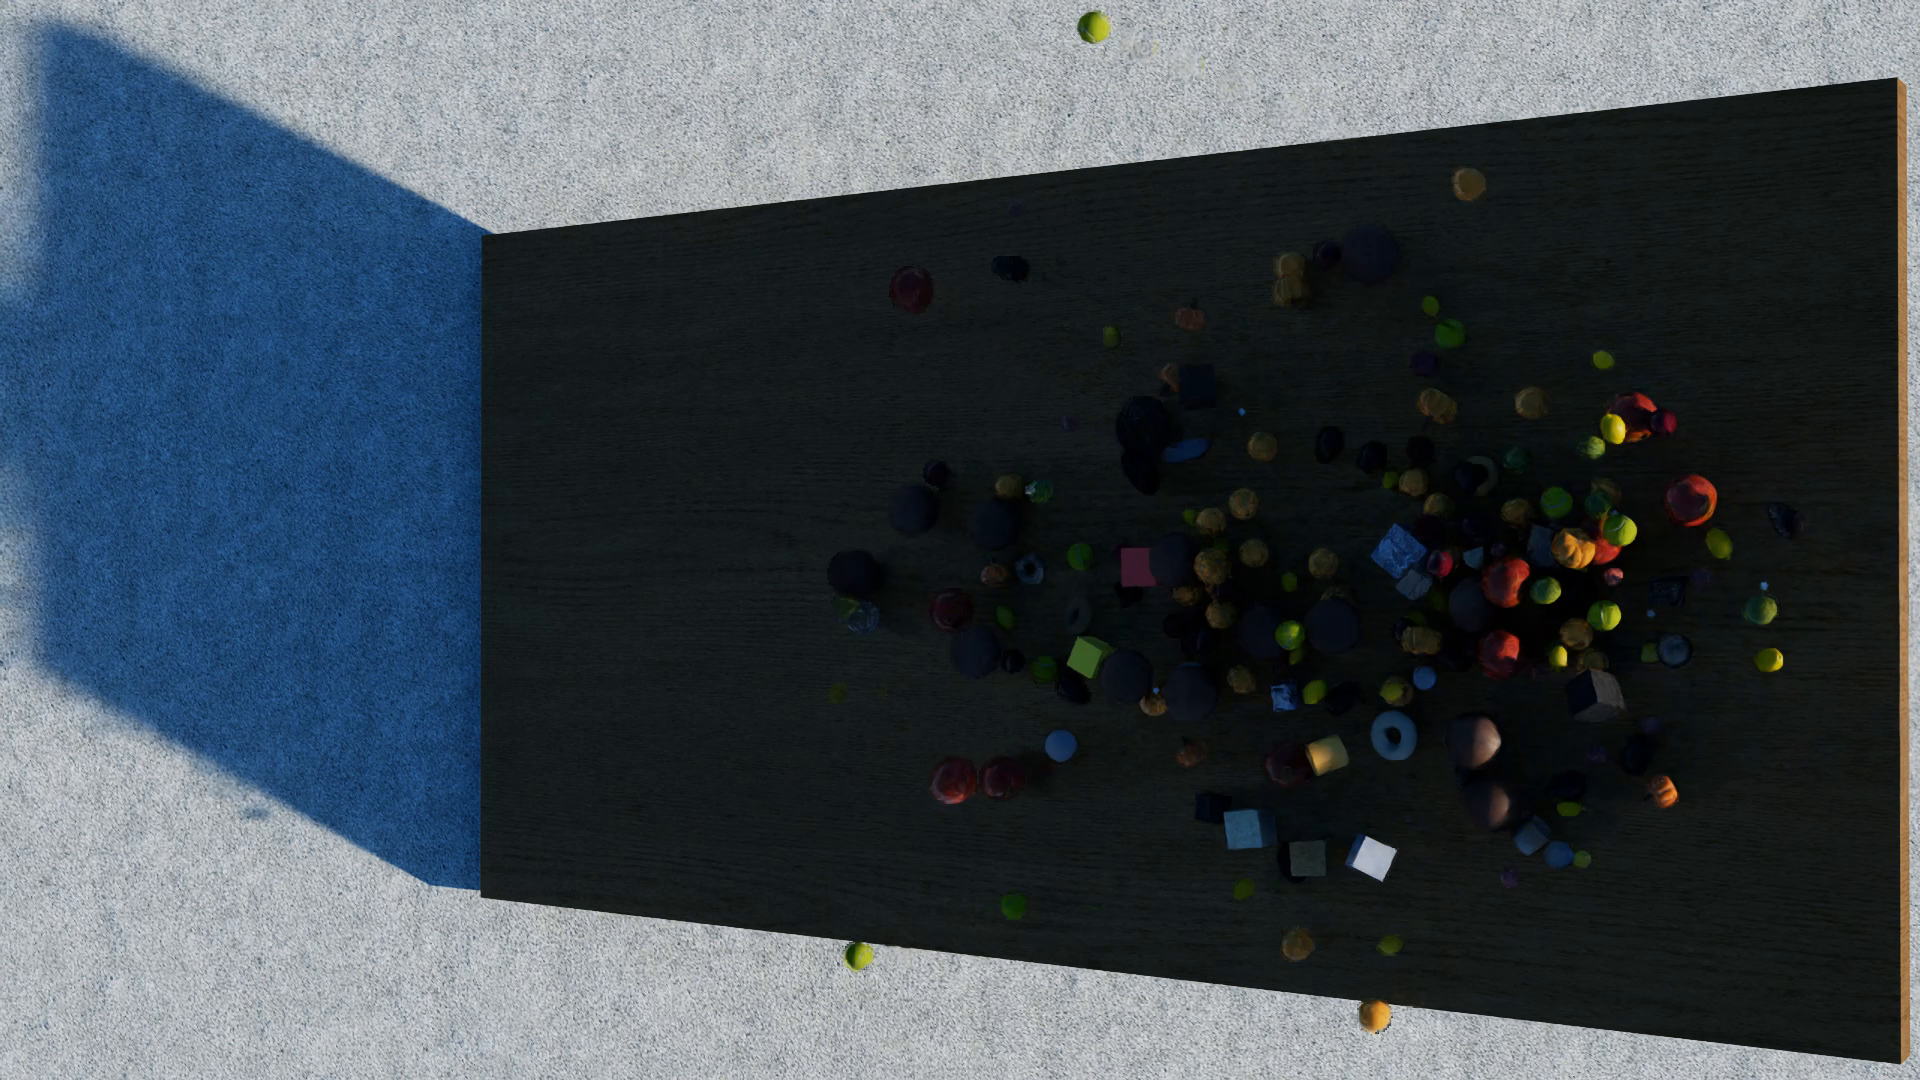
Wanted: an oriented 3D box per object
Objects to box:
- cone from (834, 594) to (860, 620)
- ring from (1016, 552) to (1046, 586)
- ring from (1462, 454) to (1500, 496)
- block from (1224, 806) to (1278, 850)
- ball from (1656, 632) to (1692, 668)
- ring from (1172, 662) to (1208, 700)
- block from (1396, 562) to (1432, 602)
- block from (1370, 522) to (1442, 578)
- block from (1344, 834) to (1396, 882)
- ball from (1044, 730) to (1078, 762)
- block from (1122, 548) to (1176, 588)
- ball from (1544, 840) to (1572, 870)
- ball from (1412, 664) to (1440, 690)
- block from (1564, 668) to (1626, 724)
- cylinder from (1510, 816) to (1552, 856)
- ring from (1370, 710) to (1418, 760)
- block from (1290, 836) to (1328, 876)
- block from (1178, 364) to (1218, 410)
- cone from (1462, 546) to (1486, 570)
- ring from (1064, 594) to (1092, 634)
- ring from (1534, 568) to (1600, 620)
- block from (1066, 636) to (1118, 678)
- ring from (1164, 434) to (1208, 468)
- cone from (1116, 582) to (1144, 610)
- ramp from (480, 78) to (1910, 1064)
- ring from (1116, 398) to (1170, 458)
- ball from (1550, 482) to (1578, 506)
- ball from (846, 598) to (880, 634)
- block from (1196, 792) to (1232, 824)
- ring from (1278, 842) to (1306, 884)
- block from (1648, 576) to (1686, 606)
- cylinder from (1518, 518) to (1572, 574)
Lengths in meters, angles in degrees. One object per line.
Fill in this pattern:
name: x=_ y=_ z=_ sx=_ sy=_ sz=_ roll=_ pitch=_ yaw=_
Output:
cone: x=-0.282 y=0.171 z=5.722 sx=0.066 sy=0.066 sz=0.066 roll=-10 pitch=89 yaw=37
ring: x=0.179 y=0.074 z=5.563 sx=0.087 sy=0.029 sz=0.087 roll=0 pitch=90 yaw=32
ring: x=1.165 y=-0.145 z=4.919 sx=0.094 sy=0.031 sz=0.094 roll=-1 pitch=88 yaw=35
block: x=0.686 y=0.680 z=5.191 sx=0.088 sy=0.088 sz=0.088 roll=-10 pitch=84 yaw=33
ball: x=1.513 y=0.233 z=4.659 sx=0.075 sy=0.075 sz=0.075 roll=0 pitch=90 yaw=0
ring: x=0.557 y=0.341 z=5.312 sx=0.094 sy=0.031 sz=0.094 roll=2 pitch=95 yaw=32
block: x=1.011 y=0.094 z=4.897 sx=0.057 sy=0.057 sz=0.057 roll=36 pitch=110 yaw=-1
block: x=1.011 y=0.030 z=4.978 sx=0.098 sy=0.098 sz=0.098 roll=43 pitch=112 yaw=26
block: x=0.905 y=0.701 z=4.853 sx=0.075 sy=0.075 sz=0.075 roll=26 pitch=85 yaw=-1
ball: x=0.252 y=0.512 z=5.481 sx=0.080 sy=0.080 sz=0.080 roll=0 pitch=90 yaw=0
block: x=0.457 y=0.067 z=5.340 sx=0.094 sy=0.094 sz=0.094 roll=-2 pitch=88 yaw=36
ball: x=1.298 y=0.684 z=4.773 sx=0.062 sy=0.062 sz=0.062 roll=0 pitch=90 yaw=0
ball: x=1.050 y=0.310 z=4.959 sx=0.060 sy=0.060 sz=0.060 roll=0 pitch=90 yaw=0
block: x=1.354 y=0.334 z=4.692 sx=0.080 sy=0.080 sz=0.080 roll=14 pitch=54 yaw=-26
cylinder: x=1.256 y=0.649 z=4.832 sx=0.065 sy=0.065 sz=0.065 roll=48 pitch=117 yaw=0
ring: x=0.991 y=0.446 z=5.019 sx=0.117 sy=0.039 sz=0.117 roll=5 pitch=98 yaw=38
block: x=0.803 y=0.726 z=5.057 sx=0.079 sy=0.079 sz=0.079 roll=-3 pitch=91 yaw=14
block: x=0.565 y=-0.363 z=5.229 sx=0.080 sy=0.080 sz=0.080 roll=-7 pitch=74 yaw=3
cone: x=1.143 y=0.028 z=4.842 sx=0.053 sy=0.053 sz=0.053 roll=29 pitch=134 yaw=0
ring: x=0.295 y=0.185 z=5.467 sx=0.033 sy=0.098 sz=0.098 roll=11 pitch=89 yaw=-30
ring: x=1.318 y=0.119 z=4.776 sx=0.136 sy=0.045 sz=0.136 roll=9 pitch=132 yaw=10
block: x=0.326 y=0.290 z=5.436 sx=0.077 sy=0.077 sz=0.077 roll=30 pitch=105 yaw=30
ring: x=0.542 y=-0.214 z=5.271 sx=0.118 sy=0.118 sz=0.039 roll=-30 pitch=116 yaw=0
cone: x=0.408 y=0.149 z=5.411 sx=0.071 sy=0.071 sz=0.071 roll=17 pitch=132 yaw=0
ramp: x=0.255 y=0.070 z=5.590 sx=4.000 sy=0.100 sz=2.000 roll=0 pitch=89 yaw=33
ring: x=0.448 y=-0.275 z=5.378 sx=0.147 sy=0.049 sz=0.147 roll=0 pitch=91 yaw=35
ball: x=1.320 y=-0.101 z=4.803 sx=0.056 sy=0.056 sz=0.056 roll=0 pitch=90 yaw=0
ball: x=-0.258 y=0.201 z=5.809 sx=0.092 sy=0.092 sz=0.092 roll=0 pitch=90 yaw=0
block: x=0.606 y=0.642 z=5.261 sx=0.060 sy=0.060 sz=0.060 roll=8 pitch=94 yaw=33
ring: x=0.780 y=0.755 z=5.146 sx=0.033 sy=0.098 sz=0.098 roll=-10 pitch=89 yaw=-28
block: x=1.505 y=0.107 z=4.678 sx=0.060 sy=0.060 sz=0.060 roll=3 pitch=91 yaw=33
cylinder: x=1.278 y=0.013 z=4.800 sx=0.096 sy=0.096 sz=0.096 roll=11 pitch=104 yaw=0
